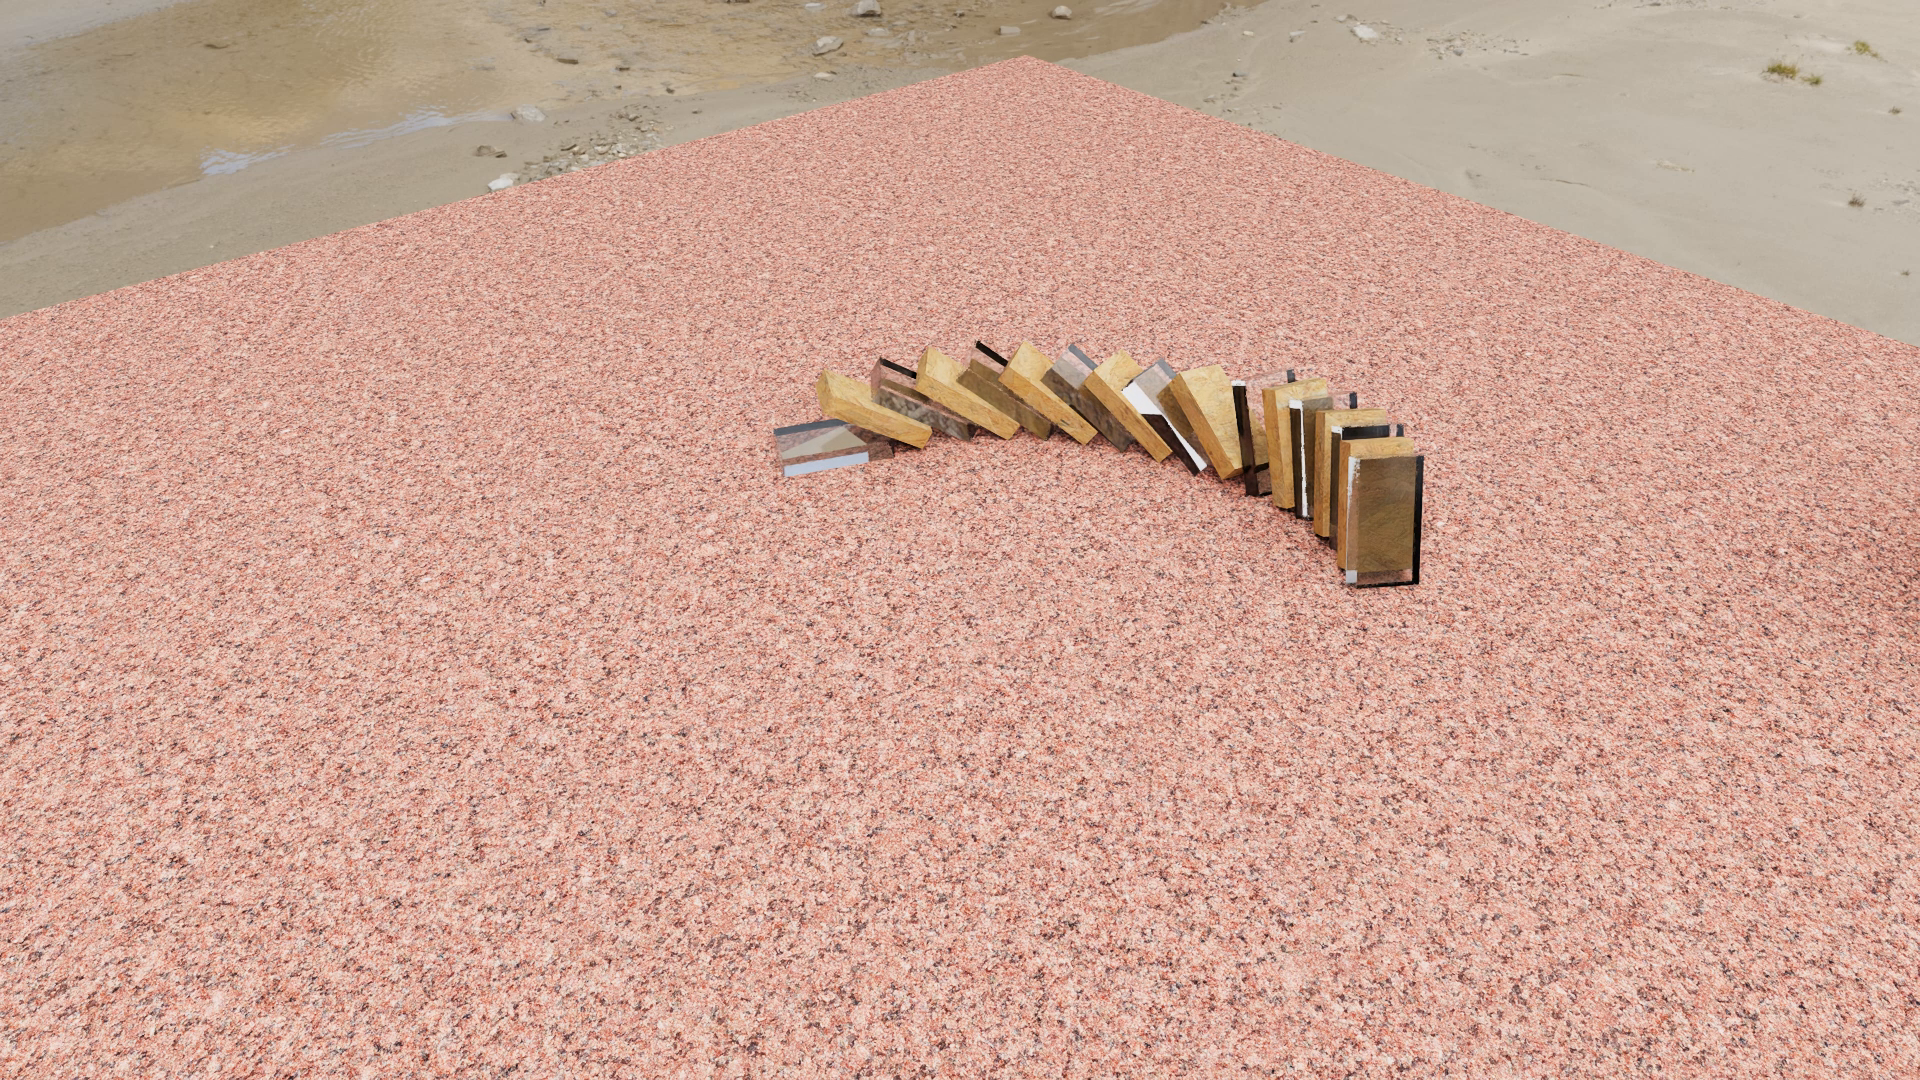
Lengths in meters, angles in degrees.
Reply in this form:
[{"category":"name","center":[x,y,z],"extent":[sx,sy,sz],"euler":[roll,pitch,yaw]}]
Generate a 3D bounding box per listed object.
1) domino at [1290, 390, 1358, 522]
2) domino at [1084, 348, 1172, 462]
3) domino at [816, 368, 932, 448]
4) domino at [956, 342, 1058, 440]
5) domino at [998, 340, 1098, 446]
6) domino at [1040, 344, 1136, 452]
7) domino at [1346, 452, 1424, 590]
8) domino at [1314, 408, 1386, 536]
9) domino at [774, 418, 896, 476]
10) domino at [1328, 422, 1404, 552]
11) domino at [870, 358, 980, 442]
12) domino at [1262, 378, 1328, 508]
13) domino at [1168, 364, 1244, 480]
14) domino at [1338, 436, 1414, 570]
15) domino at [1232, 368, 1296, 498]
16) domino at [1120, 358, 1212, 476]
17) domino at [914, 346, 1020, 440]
[{"category":"domino","center":[0.151,-0.035,0.455],"extent":[0.025,0.050,0.010],"euler":[-10,13,-12]},{"category":"domino","center":[0.082,-0.061,0.498],"extent":[0.050,0.009,0.025],"euler":[47,51,3]},{"category":"domino","center":[-0.039,-0.059,0.494],"extent":[0.050,0.010,0.025],"euler":[17,29,-27]},{"category":"domino","center":[0.024,-0.069,0.507],"extent":[0.050,0.010,0.025],"euler":[32,39,-12]},{"category":"domino","center":[0.043,-0.068,0.506],"extent":[0.050,0.010,0.025],"euler":[36,42,-8]},{"category":"domino","center":[0.063,-0.065,0.503],"extent":[0.050,0.009,0.025],"euler":[41,46,-3]},{"category":"domino","center":[0.163,-0.007,0.421],"extent":[0.025,0.050,0.009],"euler":[-4,12,-5]},{"category":"domino","center":[0.158,-0.028,0.446],"extent":[0.025,0.050,0.009],"euler":[-4,12,-5]},{"category":"domino","center":[-0.057,-0.044,0.497],"extent":[0.050,0.010,0.025],"euler":[-11,41,-13]},{"category":"domino","center":[0.162,-0.021,0.438],"extent":[0.025,0.050,0.010],"euler":[-4,12,-5]},{"category":"domino","center":[-0.016,-0.064,0.503],"extent":[0.050,0.009,0.025],"euler":[21,34,-22]},{"category":"domino","center":[0.143,-0.041,0.462],"extent":[0.025,0.050,0.009],"euler":[-14,14,-16]},{"category":"domino","center":[0.115,-0.053,0.486],"extent":[0.025,0.010,0.050],"euler":[-16,72,-31]},{"category":"domino","center":[0.162,-0.014,0.430],"extent":[0.025,0.050,0.009],"euler":[-4,12,-5]},{"category":"domino","center":[0.132,-0.046,0.468],"extent":[0.025,0.050,0.009],"euler":[-16,14,-18]},{"category":"domino","center":[0.097,-0.055,0.491],"extent":[0.025,0.009,0.050],"euler":[-36,83,-37]},{"category":"domino","center":[0.004,-0.068,0.506],"extent":[0.050,0.010,0.025],"euler":[27,36,-18]}]
